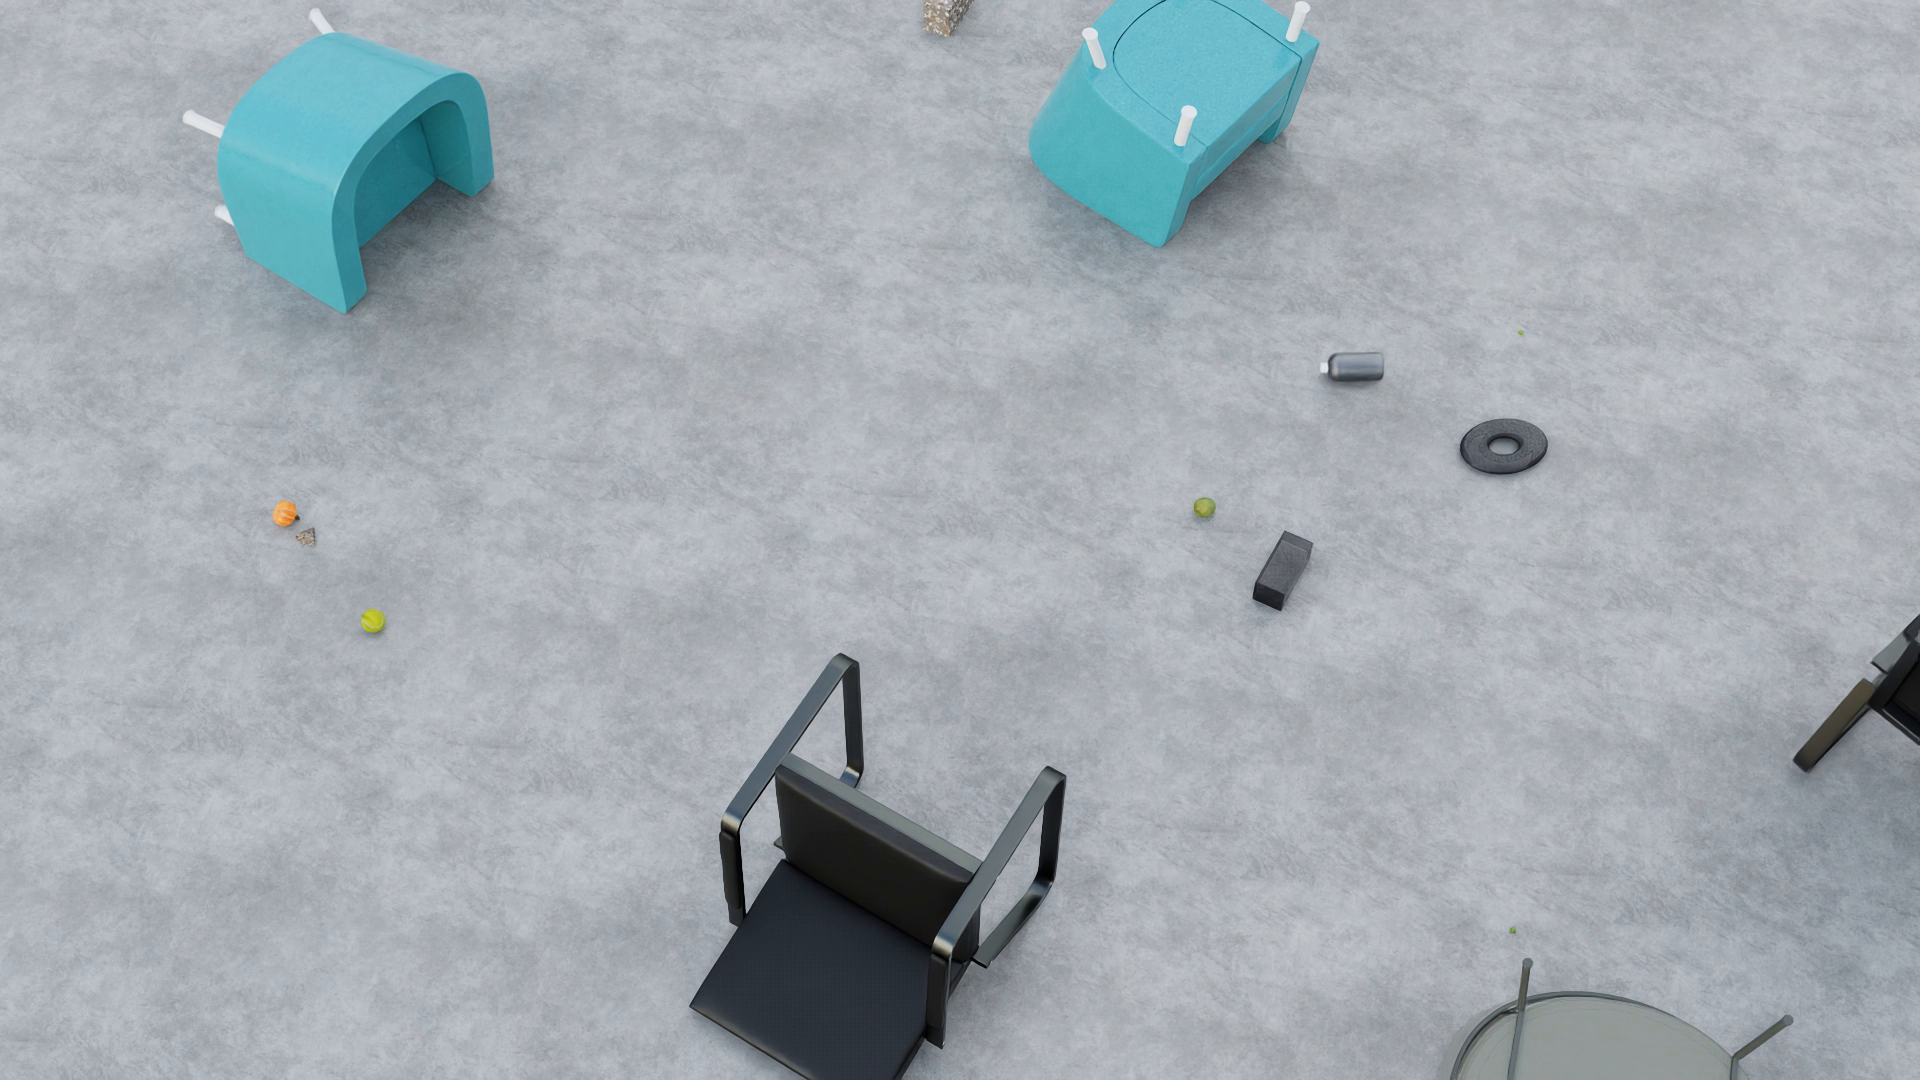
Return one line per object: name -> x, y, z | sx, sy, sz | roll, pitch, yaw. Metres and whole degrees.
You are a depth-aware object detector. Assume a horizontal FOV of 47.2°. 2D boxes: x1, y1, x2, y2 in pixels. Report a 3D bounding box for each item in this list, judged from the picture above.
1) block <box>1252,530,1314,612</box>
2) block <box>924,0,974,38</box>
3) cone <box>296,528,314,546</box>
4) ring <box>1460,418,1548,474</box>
block -> 0.947, 0.090, 6.457 | 0.093, 0.094, 0.205 | 25, 60, 16
block -> -0.038, -1.905, 7.775 | 0.099, 0.127, 0.209 | 22, 59, 14
cone -> -1.944, -0.021, 6.575 | 0.062, 0.047, 0.063 | 9, 36, 8
ring -> 1.668, -0.288, 6.741 | 0.276, 0.043, 0.201 | -11, 57, -7
